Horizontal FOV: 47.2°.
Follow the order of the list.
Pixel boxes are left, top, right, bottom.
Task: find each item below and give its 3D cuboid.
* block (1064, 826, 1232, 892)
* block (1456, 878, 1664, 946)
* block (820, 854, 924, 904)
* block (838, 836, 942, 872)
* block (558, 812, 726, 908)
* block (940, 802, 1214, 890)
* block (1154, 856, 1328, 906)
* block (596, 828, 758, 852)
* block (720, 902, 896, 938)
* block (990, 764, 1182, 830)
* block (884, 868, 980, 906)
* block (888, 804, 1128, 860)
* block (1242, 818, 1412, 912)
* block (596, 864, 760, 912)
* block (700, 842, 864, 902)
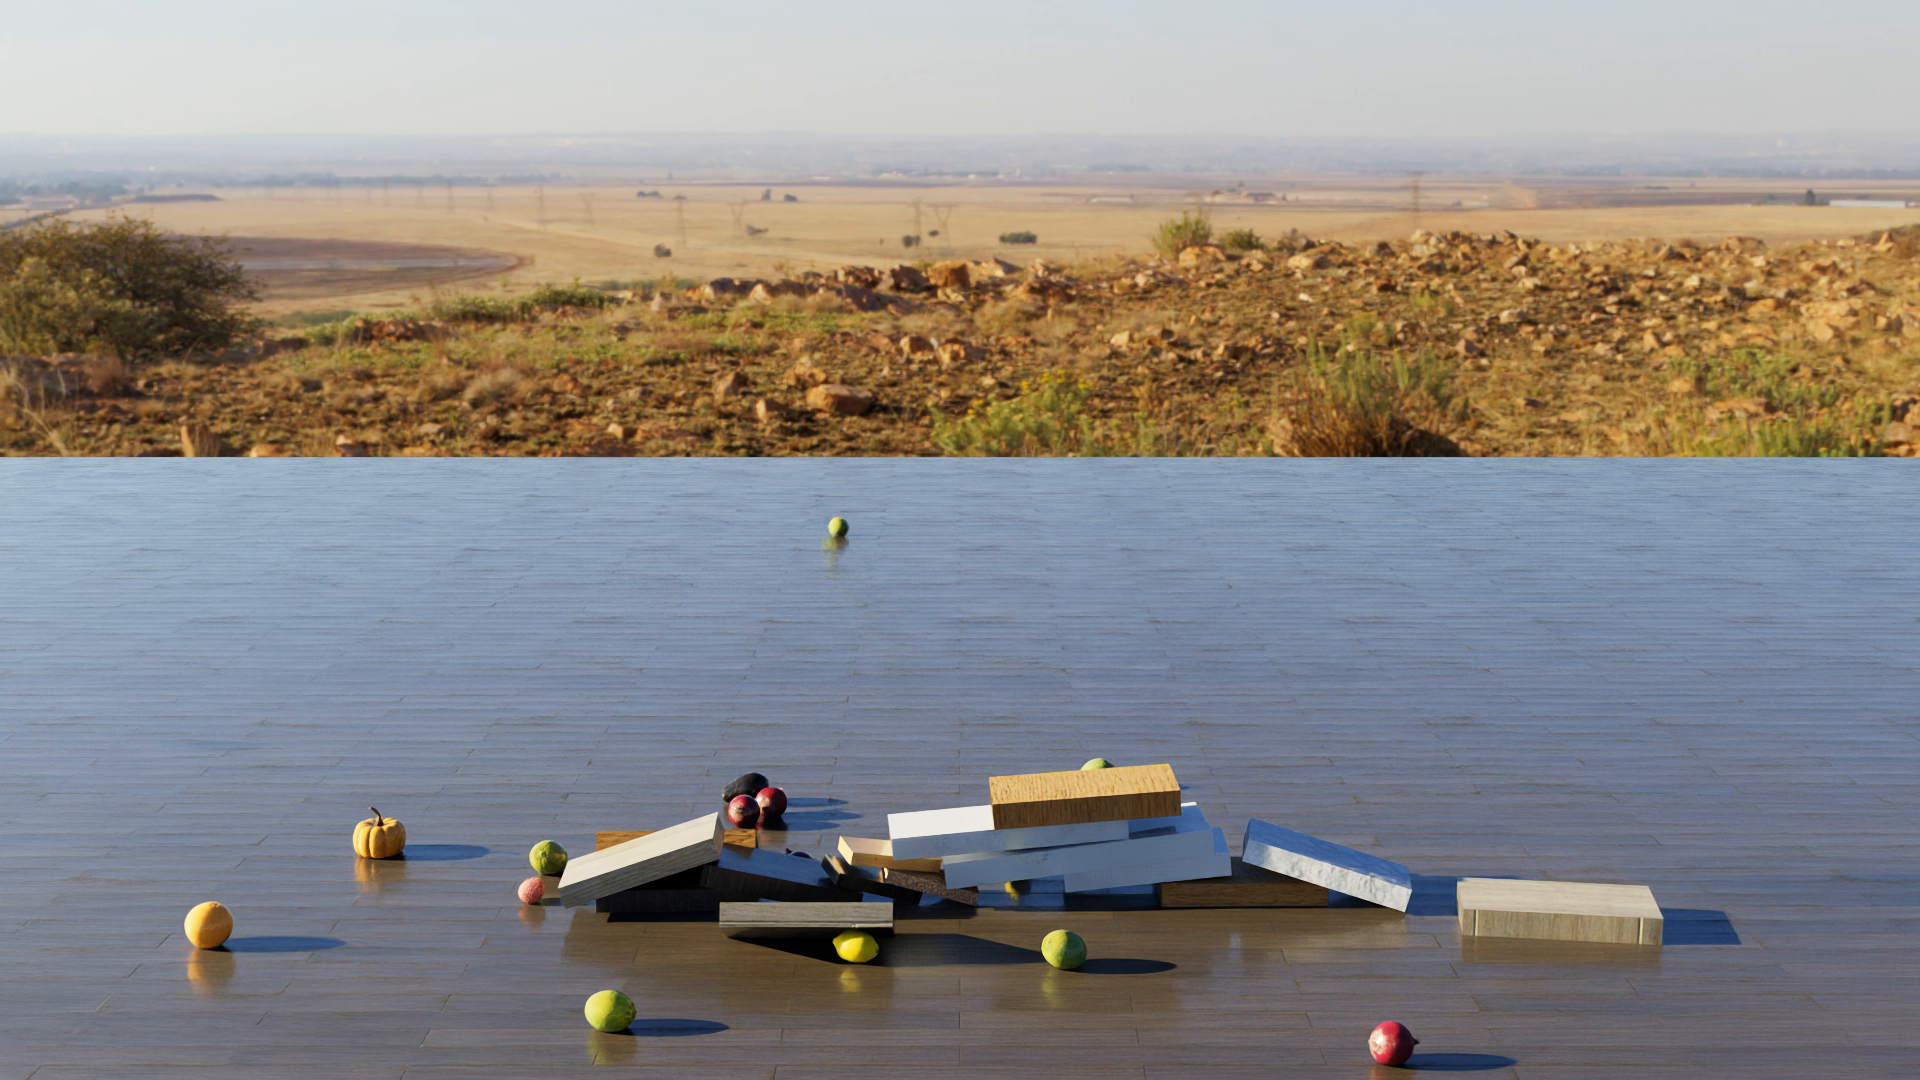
[{"bbox_3d":[0.308,0.533,3.672,0.274,0.039,0.137,-6,11,2],"label":"block"},{"bbox_3d":[0.957,0.594,3.529,0.305,0.043,0.153,2,11,8],"label":"block"},{"bbox_3d":[-0.145,0.558,3.616,0.155,0.022,0.077,18,9,-26],"label":"block"},{"bbox_3d":[-0.116,0.519,3.630,0.155,0.022,0.077,8,10,-20],"label":"block"},{"bbox_3d":[-0.517,0.522,3.588,0.262,0.037,0.131,-18,11,1],"label":"block"},{"bbox_3d":[0.189,0.507,3.657,0.441,0.043,0.153,-7,11,-3],"label":"block"},{"bbox_3d":[0.466,0.570,3.673,0.274,0.039,0.137,0,11,-1],"label":"block"},{"bbox_3d":[-0.476,0.527,3.725,0.264,0.037,0.132,0,-23,-3],"label":"block"},{"bbox_3d":[-0.234,0.590,3.411,0.264,0.037,0.132,0,-17,0],"label":"block"},{"bbox_3d":[0.204,0.424,3.638,0.305,0.043,0.153,-4,10,-1],"label":"block"},{"bbox_3d":[-0.048,0.563,3.635,0.155,0.022,0.077,16,9,-7],"label":"block"},{"bbox_3d":[0.078,0.474,3.638,0.386,0.037,0.132,-5,11,-4],"label":"block"},{"bbox_3d":[0.606,0.536,3.640,0.274,0.039,0.137,17,10,6],"label":"block"},{"bbox_3d":[-0.464,0.575,3.646,0.262,0.037,0.131,0,11,-3],"label":"block"},{"bbox_3d":[-0.293,0.553,3.607,0.262,0.037,0.131,12,9,-7],"label":"block"}]
